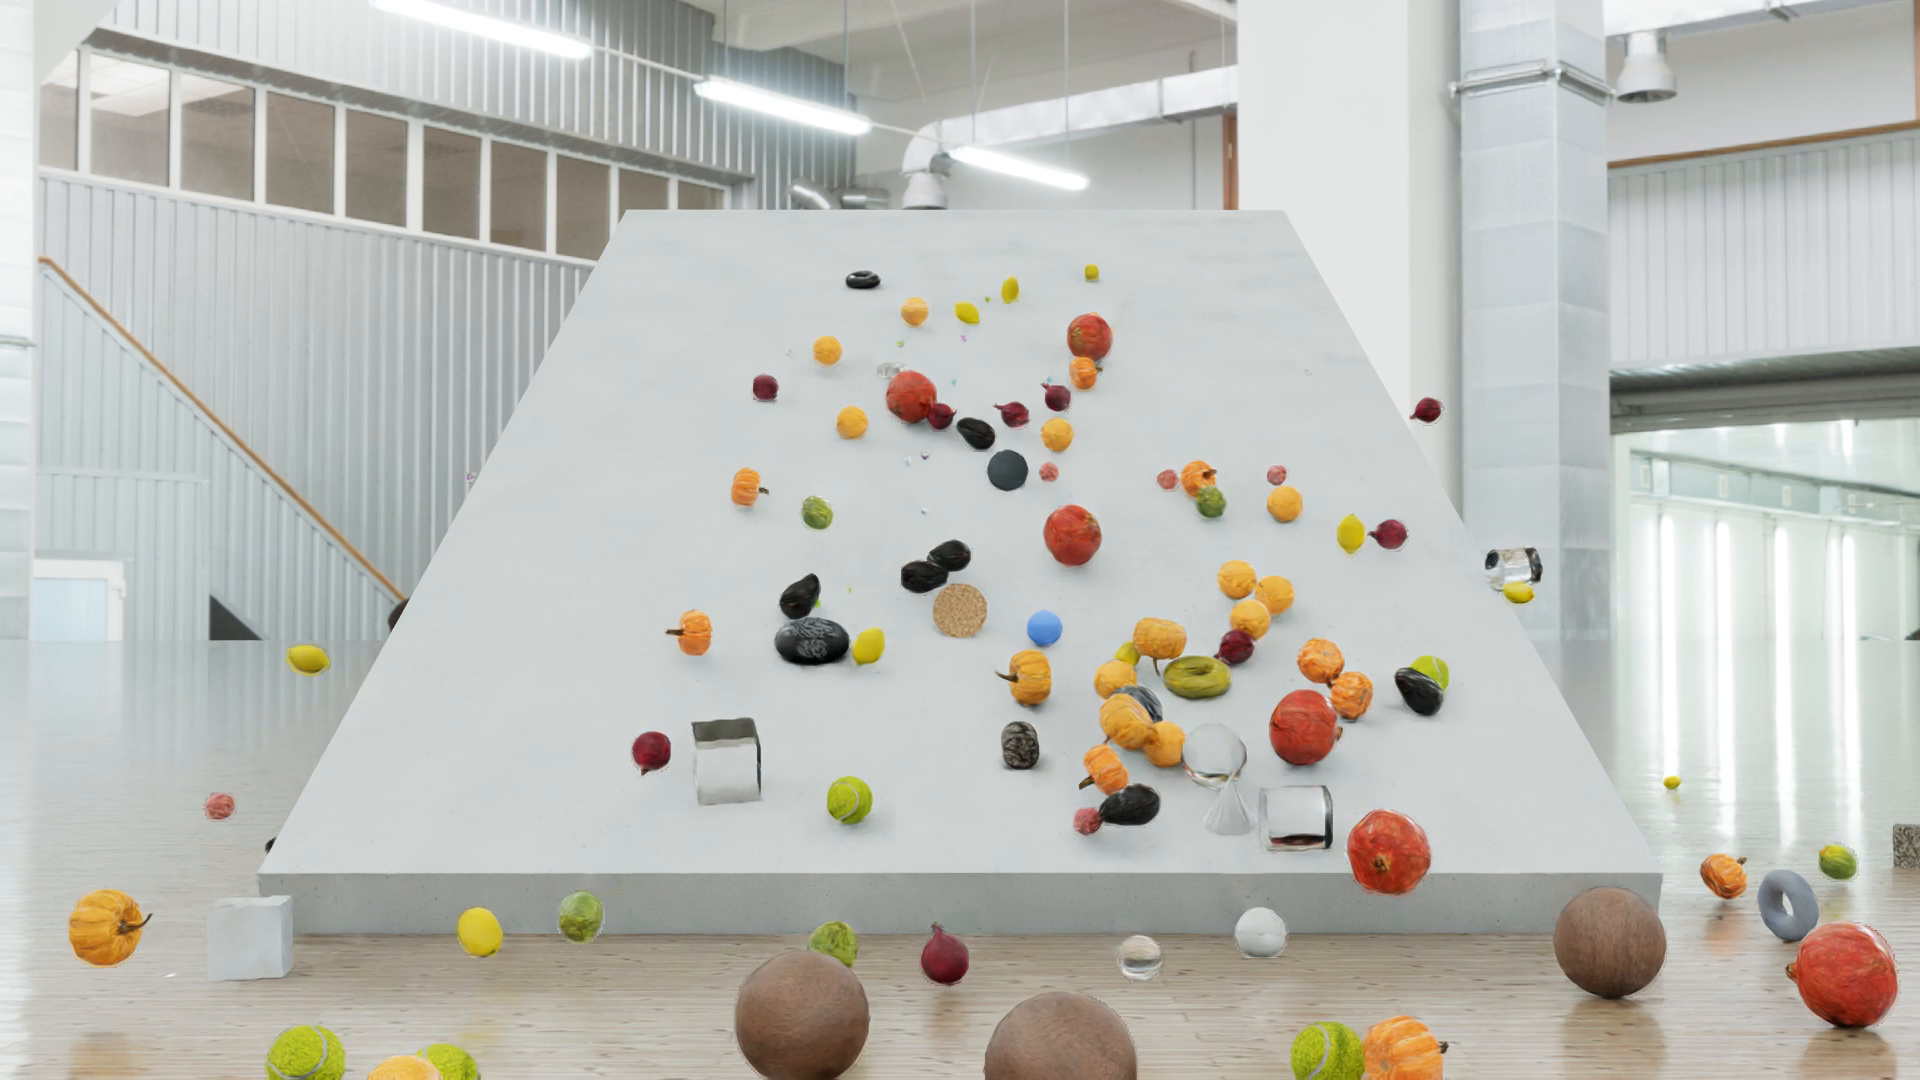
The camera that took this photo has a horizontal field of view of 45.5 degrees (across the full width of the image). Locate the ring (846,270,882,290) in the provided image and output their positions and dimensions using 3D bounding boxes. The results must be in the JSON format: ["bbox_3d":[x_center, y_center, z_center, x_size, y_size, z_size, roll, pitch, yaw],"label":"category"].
[{"bbox_3d":[-0.260,-0.700,6.164,0.098,0.033,0.098,-3,23,1],"label":"ring"}]

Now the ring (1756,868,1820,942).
[{"bbox_3d":[1.164,0.514,3.224,0.034,0.103,0.103,8,-6,-27],"label":"ring"}]

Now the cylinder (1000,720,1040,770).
[{"bbox_3d":[0.094,0.320,3.569,0.057,0.057,0.057,0,22,-3],"label":"cylinder"}]

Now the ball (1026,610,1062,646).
[{"bbox_3d":[0.147,0.153,3.982,0.062,0.062,0.062,0,-2,0],"label":"ball"}]

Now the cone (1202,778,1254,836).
[{"bbox_3d":[0.398,0.384,3.382,0.078,0.078,0.078,0,22,0],"label":"cone"}]

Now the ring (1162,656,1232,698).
[{"bbox_3d":[0.395,0.228,3.826,0.117,0.039,0.117,-1,22,1],"label":"ring"}]

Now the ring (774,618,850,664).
[{"bbox_3d":[-0.255,0.174,3.952,0.131,0.044,0.131,1,23,0],"label":"ring"}]

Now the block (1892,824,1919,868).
[{"bbox_3d":[1.775,0.568,4.253,0.075,0.075,0.075,-1,-3,27],"label":"block"}]

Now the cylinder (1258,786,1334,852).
[{"bbox_3d":[0.484,0.402,3.311,0.093,0.093,0.093,-1,-2,-3],"label":"cylinder"}]

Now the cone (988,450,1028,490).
[{"bbox_3d":[0.096,-0.139,4.749,0.085,0.085,0.085,0,-5,-3],"label":"cone"}]

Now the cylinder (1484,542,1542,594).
[{"bbox_3d":[1.018,0.052,4.219,0.076,0.076,0.076,-21,7,-25],"label":"cylinder"}]

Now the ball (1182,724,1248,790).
[{"bbox_3d":[0.387,0.329,3.490,0.100,0.100,0.100,0,-2,0],"label":"ball"}]

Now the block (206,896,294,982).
[{"bbox_3d":[-0.897,0.503,2.897,0.090,0.090,0.090,-1,-1,-8],"label":"block"}]

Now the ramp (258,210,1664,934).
[{"bbox_3d":[-0.006,-0.219,5.136,2.000,0.100,4.000,0,22,0],"label":"ramp"}]

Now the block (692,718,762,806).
[{"bbox_3d":[-0.354,0.336,3.476,0.095,0.095,0.095,-4,22,-10],"label":"block"}]

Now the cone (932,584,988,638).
[{"bbox_3d":[0.006,0.129,4.068,0.097,0.097,0.097,0,-5,7],"label":"cone"}]

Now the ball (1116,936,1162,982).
[{"bbox_3d":[0.223,0.520,2.848,0.056,0.056,0.056,0,-2,0],"label":"ball"}]

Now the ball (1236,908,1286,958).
[{"bbox_3d":[0.400,0.523,3.049,0.067,0.067,0.067,0,-2,0],"label":"ball"}]

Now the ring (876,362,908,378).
[{"bbox_3d":[-0.160,-0.403,5.427,0.078,0.026,0.078,1,23,0],"label":"ring"}]

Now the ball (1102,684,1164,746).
[{"bbox_3d":[0.273,0.277,3.625,0.096,0.096,0.096,0,-2,0],"label":"ball"}]
